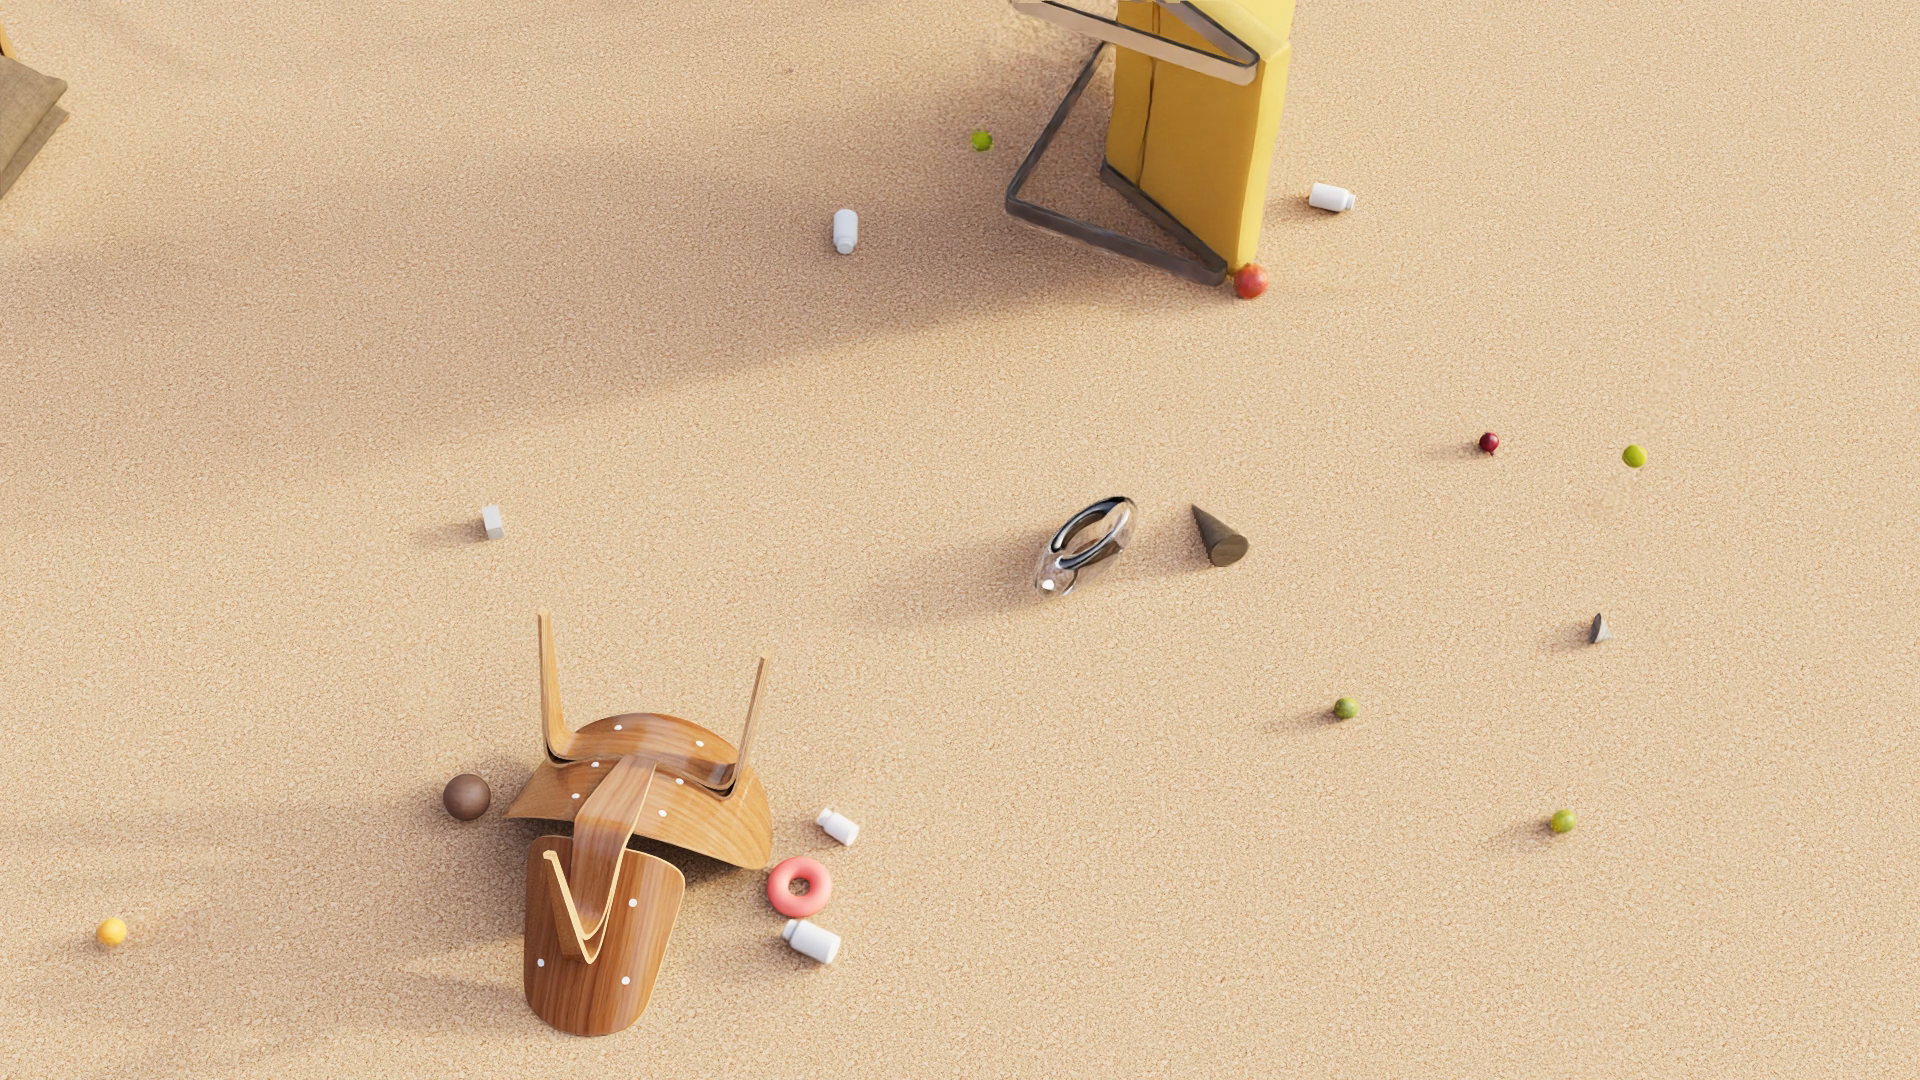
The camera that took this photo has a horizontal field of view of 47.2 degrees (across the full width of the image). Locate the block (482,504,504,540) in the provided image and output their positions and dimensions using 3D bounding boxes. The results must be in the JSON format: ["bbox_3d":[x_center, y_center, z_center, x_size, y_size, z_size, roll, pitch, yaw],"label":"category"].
[{"bbox_3d":[-1.395,-0.052,6.575,0.046,0.056,0.082,-14,57,-9],"label":"block"}]

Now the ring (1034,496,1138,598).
[{"bbox_3d":[0.372,0.018,6.472,0.173,0.153,0.420,38,63,25],"label":"ring"}]

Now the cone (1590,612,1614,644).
[{"bbox_3d":[1.870,0.270,6.378,0.063,0.051,0.112,27,56,-9],"label":"cone"}]

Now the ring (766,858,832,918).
[{"bbox_3d":[-0.433,0.934,5.918,0.178,0.050,0.175,20,59,14],"label":"ring"}]

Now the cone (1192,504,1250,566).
[{"bbox_3d":[0.748,-0.042,6.568,0.131,0.112,0.242,2,36,-31],"label":"cone"}]
